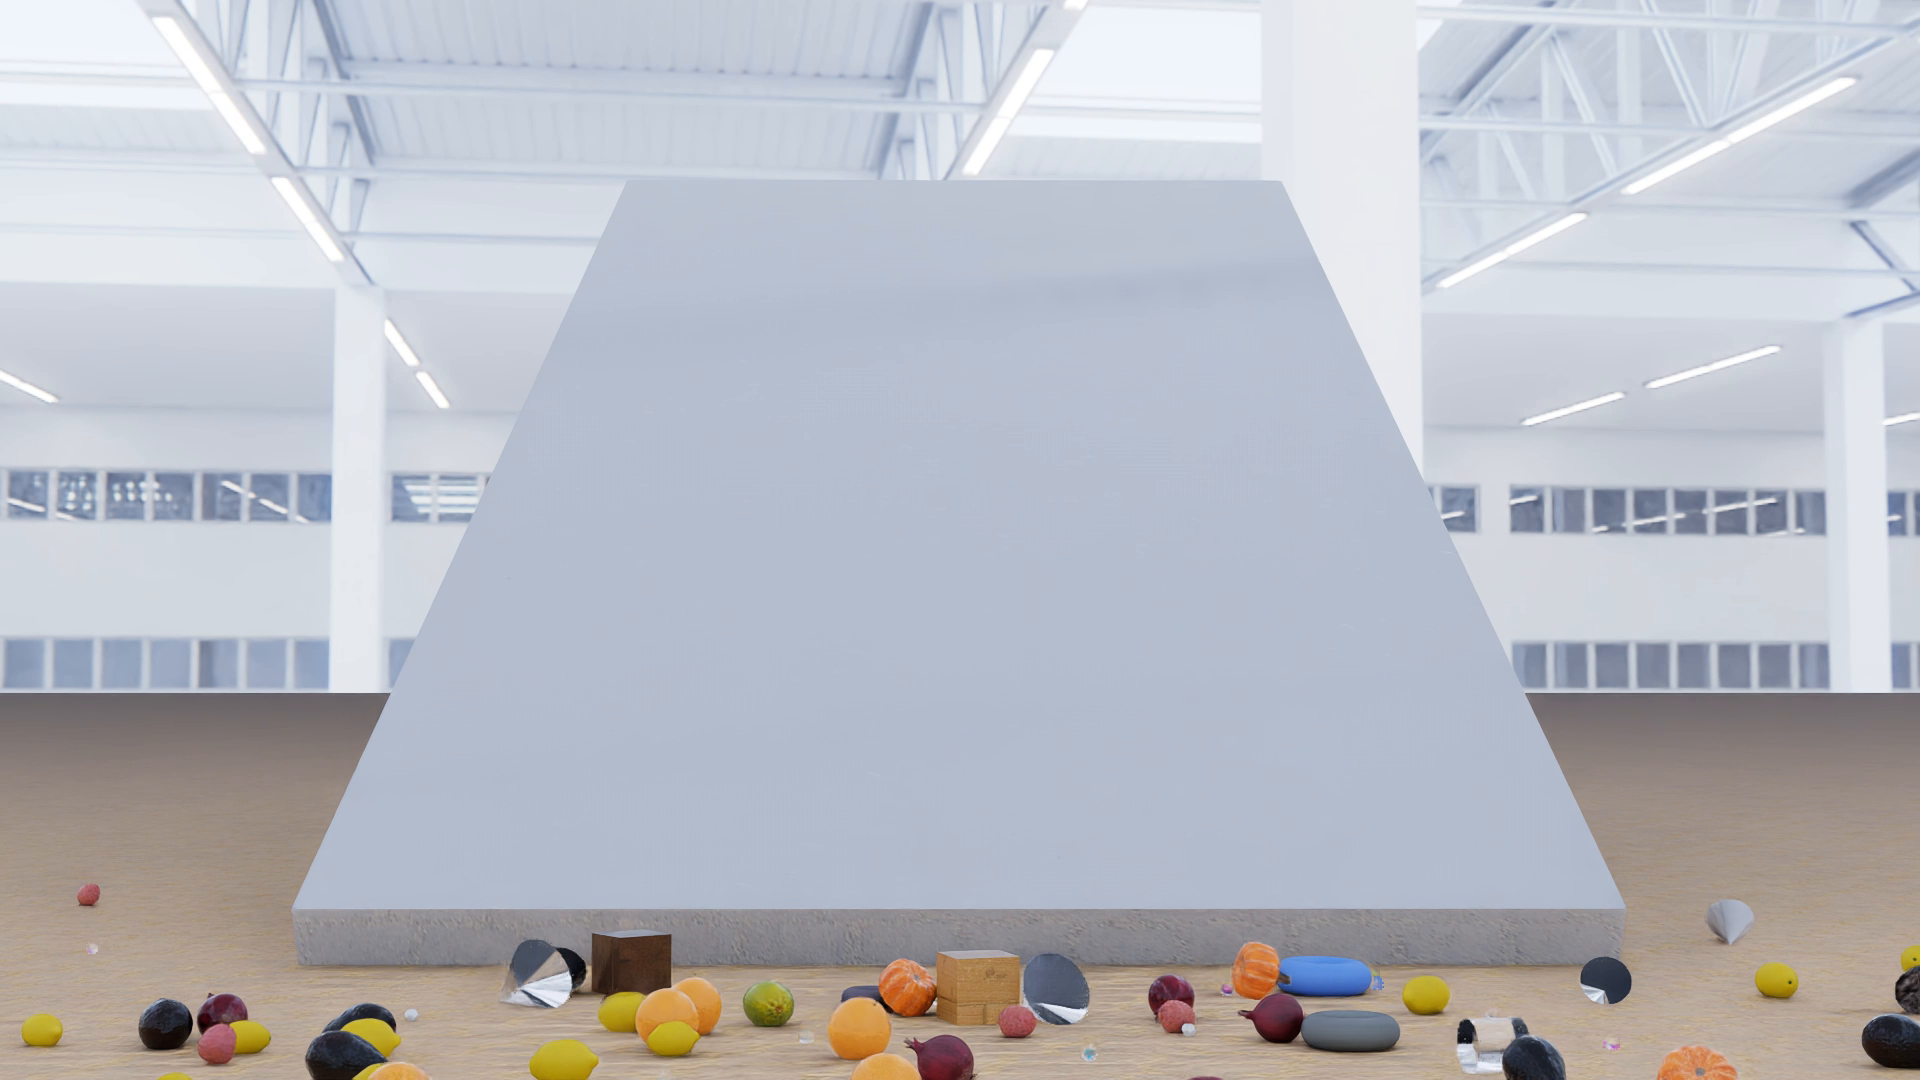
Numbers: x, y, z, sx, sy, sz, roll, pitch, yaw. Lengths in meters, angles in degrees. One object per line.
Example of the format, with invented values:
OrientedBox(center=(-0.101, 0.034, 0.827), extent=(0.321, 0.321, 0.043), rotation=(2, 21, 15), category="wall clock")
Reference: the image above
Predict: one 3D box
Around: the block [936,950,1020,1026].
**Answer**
OrientedBox(center=(0.023, 0.566, 2.951), extent=(0.082, 0.082, 0.082), rotation=(1, -4, -18), category="block")

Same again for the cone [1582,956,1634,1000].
OrientedBox(center=(0.867, 0.604, 3.137), extent=(0.067, 0.067, 0.067), rotation=(0, -36, 7), category="cone")

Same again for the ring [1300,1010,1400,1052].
OrientedBox(center=(0.457, 0.574, 2.729), extent=(0.115, 0.038, 0.115), rotation=(0, -5, 0), category="ring")

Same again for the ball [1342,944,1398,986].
OrientedBox(center=(0.581, 0.621, 3.330), extent=(0.088, 0.088, 0.088), rotation=(0, -4, 0), category="ball")

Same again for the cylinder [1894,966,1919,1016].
OrientedBox(center=(1.243, 0.582, 3.015), extent=(0.057, 0.057, 0.057), rotation=(-2, -4, 29), category="cylinder")

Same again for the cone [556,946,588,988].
OrientedBox(center=(-0.551, 0.605, 3.181), extent=(0.071, 0.071, 0.071), rotation=(-1, 31, 12), category="cone")

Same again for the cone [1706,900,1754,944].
OrientedBox(center=(1.267, 0.645, 3.836), extent=(0.078, 0.078, 0.078), rotation=(-1, 23, 18), category="cone")

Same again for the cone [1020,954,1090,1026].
OrientedBox(center=(0.099, 0.586, 2.957), extent=(0.095, 0.095, 0.095), rotation=(2, -31, -30), category="cone")

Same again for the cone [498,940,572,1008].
OrientedBox(center=(-0.585, 0.594, 3.099), extent=(0.097, 0.097, 0.097), rotation=(-34, -22, 30), category="cone")

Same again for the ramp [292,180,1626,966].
OrientedBox(center=(-0.008, -0.229, 5.334), extent=(2.000, 0.100, 4.000), rotation=(0, 24, 0), category="ramp")

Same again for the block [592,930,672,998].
OrientedBox(center=(-0.453, 0.583, 3.218), extent=(0.080, 0.080, 0.080), rotation=(3, -4, -37), category="block")

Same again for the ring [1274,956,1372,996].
OrientedBox(center=(0.500, 0.602, 3.218), extent=(0.134, 0.045, 0.134), rotation=(1, -4, 0), category="ring")

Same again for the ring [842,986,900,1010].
OrientedBox(center=(-0.117, 0.601, 3.062), extent=(0.078, 0.026, 0.078), rotation=(1, -4, 0), category="ring")

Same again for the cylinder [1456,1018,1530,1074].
OrientedBox(center=(0.582, 0.552, 2.545), extent=(0.060, 0.060, 0.060), rotation=(1, -4, -12), category="cylinder")
